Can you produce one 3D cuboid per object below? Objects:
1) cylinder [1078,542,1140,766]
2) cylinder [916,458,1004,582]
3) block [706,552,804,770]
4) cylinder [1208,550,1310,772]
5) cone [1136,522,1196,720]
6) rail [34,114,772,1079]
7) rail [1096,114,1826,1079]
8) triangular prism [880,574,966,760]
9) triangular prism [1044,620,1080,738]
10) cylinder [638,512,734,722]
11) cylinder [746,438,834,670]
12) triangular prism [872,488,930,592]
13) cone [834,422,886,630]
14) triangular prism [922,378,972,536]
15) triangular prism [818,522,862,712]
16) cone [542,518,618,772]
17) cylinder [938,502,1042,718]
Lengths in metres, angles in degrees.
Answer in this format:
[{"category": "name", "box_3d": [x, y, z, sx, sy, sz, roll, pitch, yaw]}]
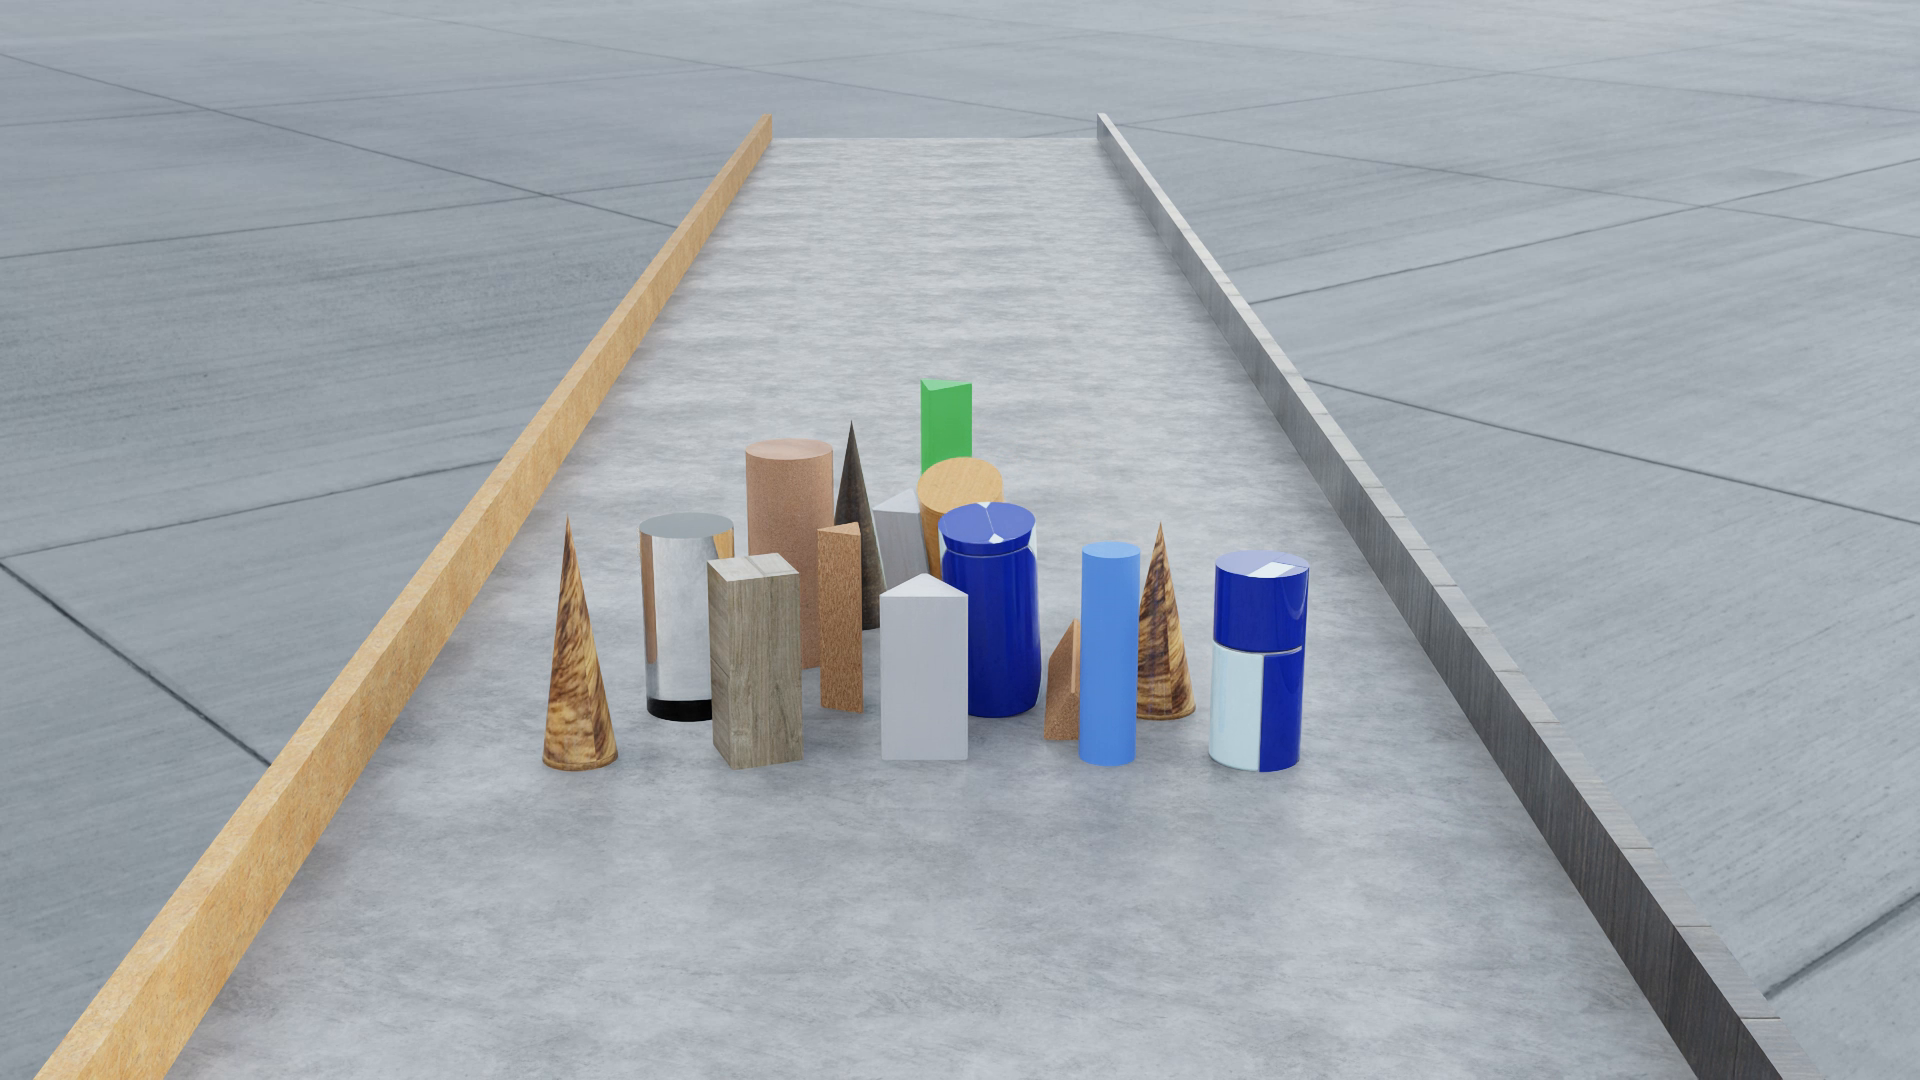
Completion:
[{"category": "cylinder", "box_3d": [0.263, 0.201, 3.877, 0.102, 0.384, 0.102, 0, 17, 0]}, {"category": "cylinder", "box_3d": [0.019, 0.045, 4.311, 0.164, 0.405, 0.164, -4, 42, 4]}, {"category": "block", "box_3d": [-0.363, 0.214, 3.896, 0.130, 0.348, 0.130, -6, 18, -21]}, {"category": "cylinder", "box_3d": [0.527, 0.213, 3.884, 0.163, 0.358, 0.163, 0, 17, 0]}, {"category": "cone", "box_3d": [0.371, 0.139, 4.116, 0.152, 0.367, 0.152, 0, 17, 0]}, {"category": "rail", "box_3d": [-1.118, -0.838, 7.780, 0.050, 0.150, 12.000, 0, 17, -1]}, {"category": "rail", "box_3d": [0.932, -0.844, 7.801, 0.050, 0.150, 12.000, 0, 17, -1]}, {"category": "triangular prism", "box_3d": [-0.063, 0.225, 3.934, 0.151, 0.306, 0.130, 0, 17, 0]}, {"category": "triangular prism", "box_3d": [0.218, 0.259, 4.190, 0.104, 0.090, 0.420, 1, 17, 4]}, {"category": "cylinder", "box_3d": [-0.507, 0.143, 4.121, 0.174, 0.356, 0.174, 0, 17, 0]}, {"category": "cylinder", "box_3d": [-0.335, 0.027, 4.381, 0.172, 0.430, 0.172, 0, 17, 0]}, {"category": "triangular prism", "box_3d": [-0.086, 0.072, 4.335, 0.097, 0.357, 0.084, 5, 34, 21]}, {"category": "cone", "box_3d": [-0.224, -0.042, 4.603, 0.162, 0.435, 0.162, 0, 17, 0]}, {"category": "triangular prism", "box_3d": [-0.051, -0.128, 4.865, 0.118, 0.451, 0.102, -14, 21, -38]}, {"category": "triangular prism", "box_3d": [-0.209, 0.143, 4.133, 0.087, 0.349, 0.076, 7, 18, 23]}, {"category": "cone", "box_3d": [-0.678, 0.170, 3.860, 0.134, 0.453, 0.134, 0, 17, 0]}, {"category": "cylinder", "box_3d": [0.058, 0.131, 4.109, 0.179, 0.362, 0.179, -3, 26, 1]}]
